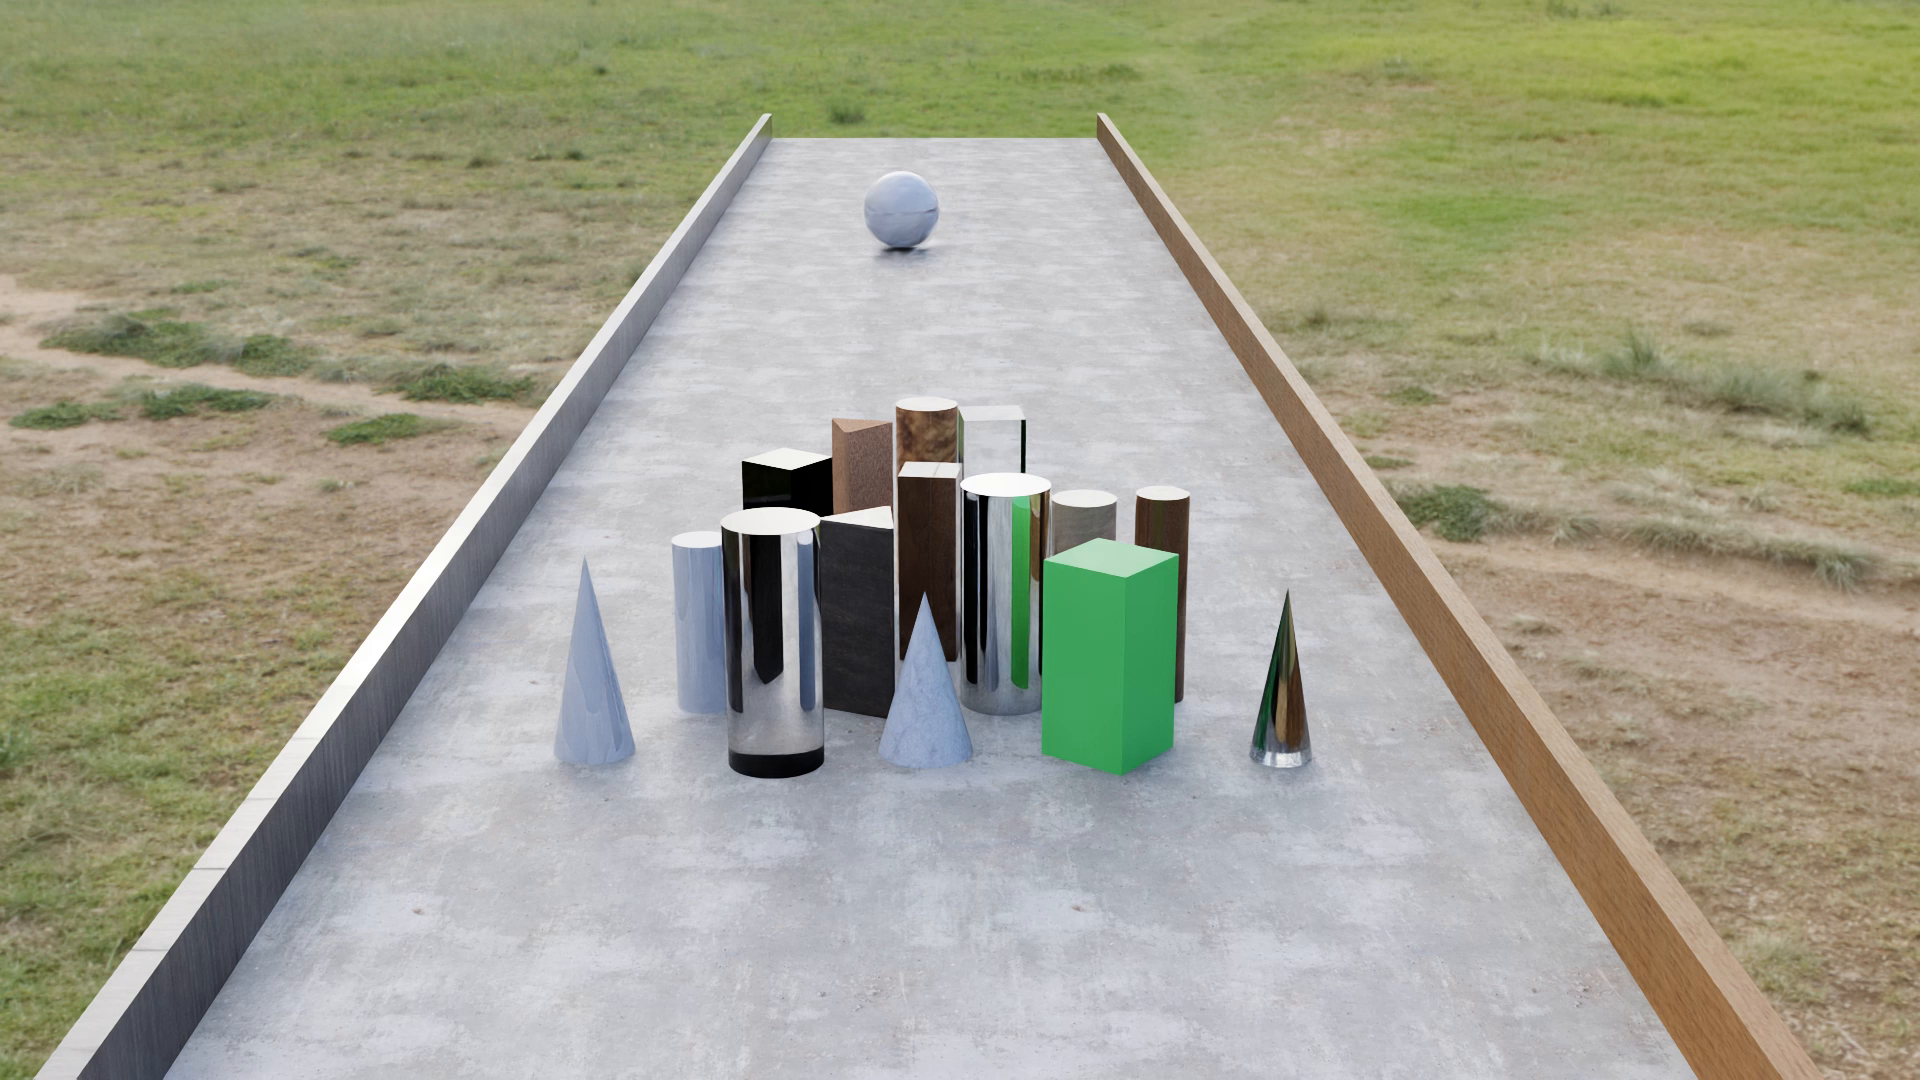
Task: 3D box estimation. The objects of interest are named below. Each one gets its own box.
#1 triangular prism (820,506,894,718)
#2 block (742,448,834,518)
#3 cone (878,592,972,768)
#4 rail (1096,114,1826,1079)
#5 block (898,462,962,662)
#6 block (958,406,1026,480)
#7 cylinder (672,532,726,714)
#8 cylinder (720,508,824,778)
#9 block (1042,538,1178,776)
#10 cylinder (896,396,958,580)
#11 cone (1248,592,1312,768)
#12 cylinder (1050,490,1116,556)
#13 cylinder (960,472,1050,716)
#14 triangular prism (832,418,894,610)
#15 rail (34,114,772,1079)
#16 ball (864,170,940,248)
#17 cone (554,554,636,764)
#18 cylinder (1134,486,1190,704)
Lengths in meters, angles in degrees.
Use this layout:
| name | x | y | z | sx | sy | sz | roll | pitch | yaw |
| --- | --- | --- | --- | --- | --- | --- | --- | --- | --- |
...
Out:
| name | x | y | z | sx | sy | sz | roll | pitch | yaw |
| --- | --- | --- | --- | --- | --- | --- | --- | --- | --- |
| triangular prism | -0.163 | 0.131 | 4.137 | 0.151 | 0.371 | 0.131 | 8 | 18 | 25 |
| block | -0.338 | 0.040 | 4.361 | 0.126 | 0.417 | 0.126 | 12 | 20 | 34 |
| cone | -0.062 | 0.233 | 3.914 | 0.171 | 0.301 | 0.171 | 0 | 17 | 0 |
| rail | 0.932 | -0.844 | 7.801 | 0.050 | 0.150 | 12.000 | 0 | 17 | -1 |
| block | -0.058 | 0.043 | 4.412 | 0.114 | 0.381 | 0.114 | 2 | 17 | 6 |
| block | 0.066 | -0.051 | 4.623 | 0.127 | 0.443 | 0.127 | -2 | 17 | -5 |
| cylinder | -0.482 | 0.155 | 4.136 | 0.108 | 0.325 | 0.108 | 0 | 17 | 0 |
| cylinder | -0.326 | 0.179 | 3.847 | 0.171 | 0.443 | 0.171 | 0 | 17 | 0 |
| block | 0.265 | 0.204 | 3.904 | 0.171 | 0.363 | 0.171 | 12 | 20 | 35 |
| cylinder | -0.073 | -0.103 | 4.863 | 0.137 | 0.405 | 0.137 | 0 | 17 | 0 |
| cone | 0.573 | 0.233 | 3.888 | 0.113 | 0.317 | 0.113 | 0 | 17 | 0 |
| cylinder | 0.247 | 0.072 | 4.417 | 0.130 | 0.324 | 0.130 | 0 | 17 | 0 |
| cylinder | 0.085 | 0.101 | 4.138 | 0.168 | 0.427 | 0.168 | 0 | 17 | 0 |
| triangular prism | -0.227 | -0.046 | 4.652 | 0.114 | 0.416 | 0.132 | 16 | 23 | 42 |
| rail | -1.118 | -0.838 | 7.780 | 0.050 | 0.150 | 12.000 | 0 | 17 | -1 |
| ball | -0.250 | -1.412 | 9.399 | 0.327 | 0.327 | 0.327 | 0 | 17 | 0 |
| cone | -0.658 | 0.199 | 3.908 | 0.147 | 0.370 | 0.147 | 0 | 17 | 0 |
| cylinder | 0.379 | 0.106 | 4.162 | 0.101 | 0.404 | 0.101 | 0 | 17 | 0 |
